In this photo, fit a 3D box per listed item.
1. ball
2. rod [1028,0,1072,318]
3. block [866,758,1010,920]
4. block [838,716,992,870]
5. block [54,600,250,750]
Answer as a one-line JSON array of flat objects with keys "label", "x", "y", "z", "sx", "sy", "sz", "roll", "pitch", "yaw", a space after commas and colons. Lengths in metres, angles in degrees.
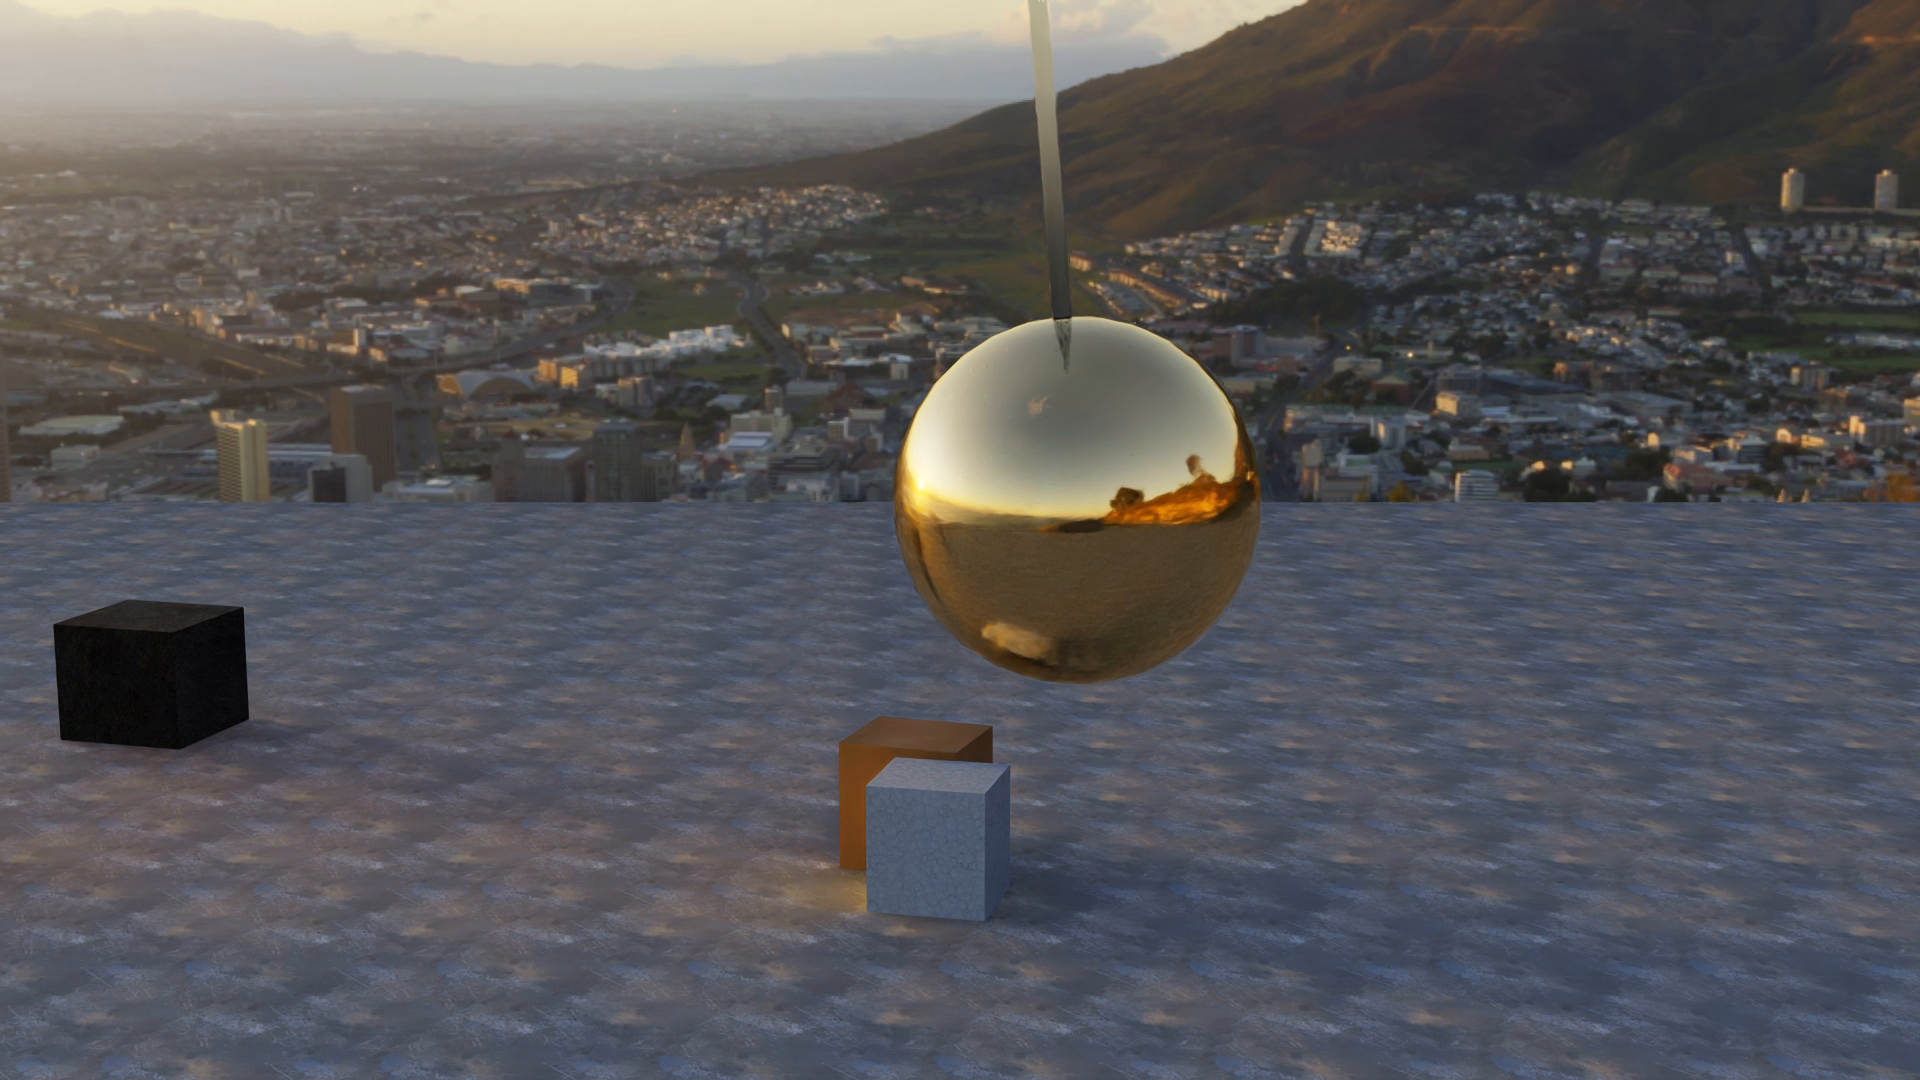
[{"label": "ball", "x": 0.505, "y": -0.172, "z": 11.149, "sx": 1.600, "sy": 1.600, "sz": 1.600, "roll": 0, "pitch": 10, "yaw": 0}, {"label": "rod", "x": 0.219, "y": -3.505, "z": 10.543, "sx": 0.080, "sy": 5.200, "sz": 0.080, "roll": -5, "pitch": 10, "yaw": 1}, {"label": "block", "x": -0.089, "y": 1.275, "z": 11.006, "sx": 0.515, "sy": 0.552, "sz": 0.476, "roll": 3, "pitch": 11, "yaw": 14}, {"label": "block", "x": -0.194, "y": 1.157, "z": 11.585, "sx": 0.549, "sy": 0.578, "sz": 0.510, "roll": 4, "pitch": 11, "yaw": 19}, {"label": "block", "x": -4.360, "y": 0.716, "z": 13.863, "sx": 0.724, "sy": 0.631, "sz": 0.678, "roll": 3, "pitch": 11, "yaw": 16}]
